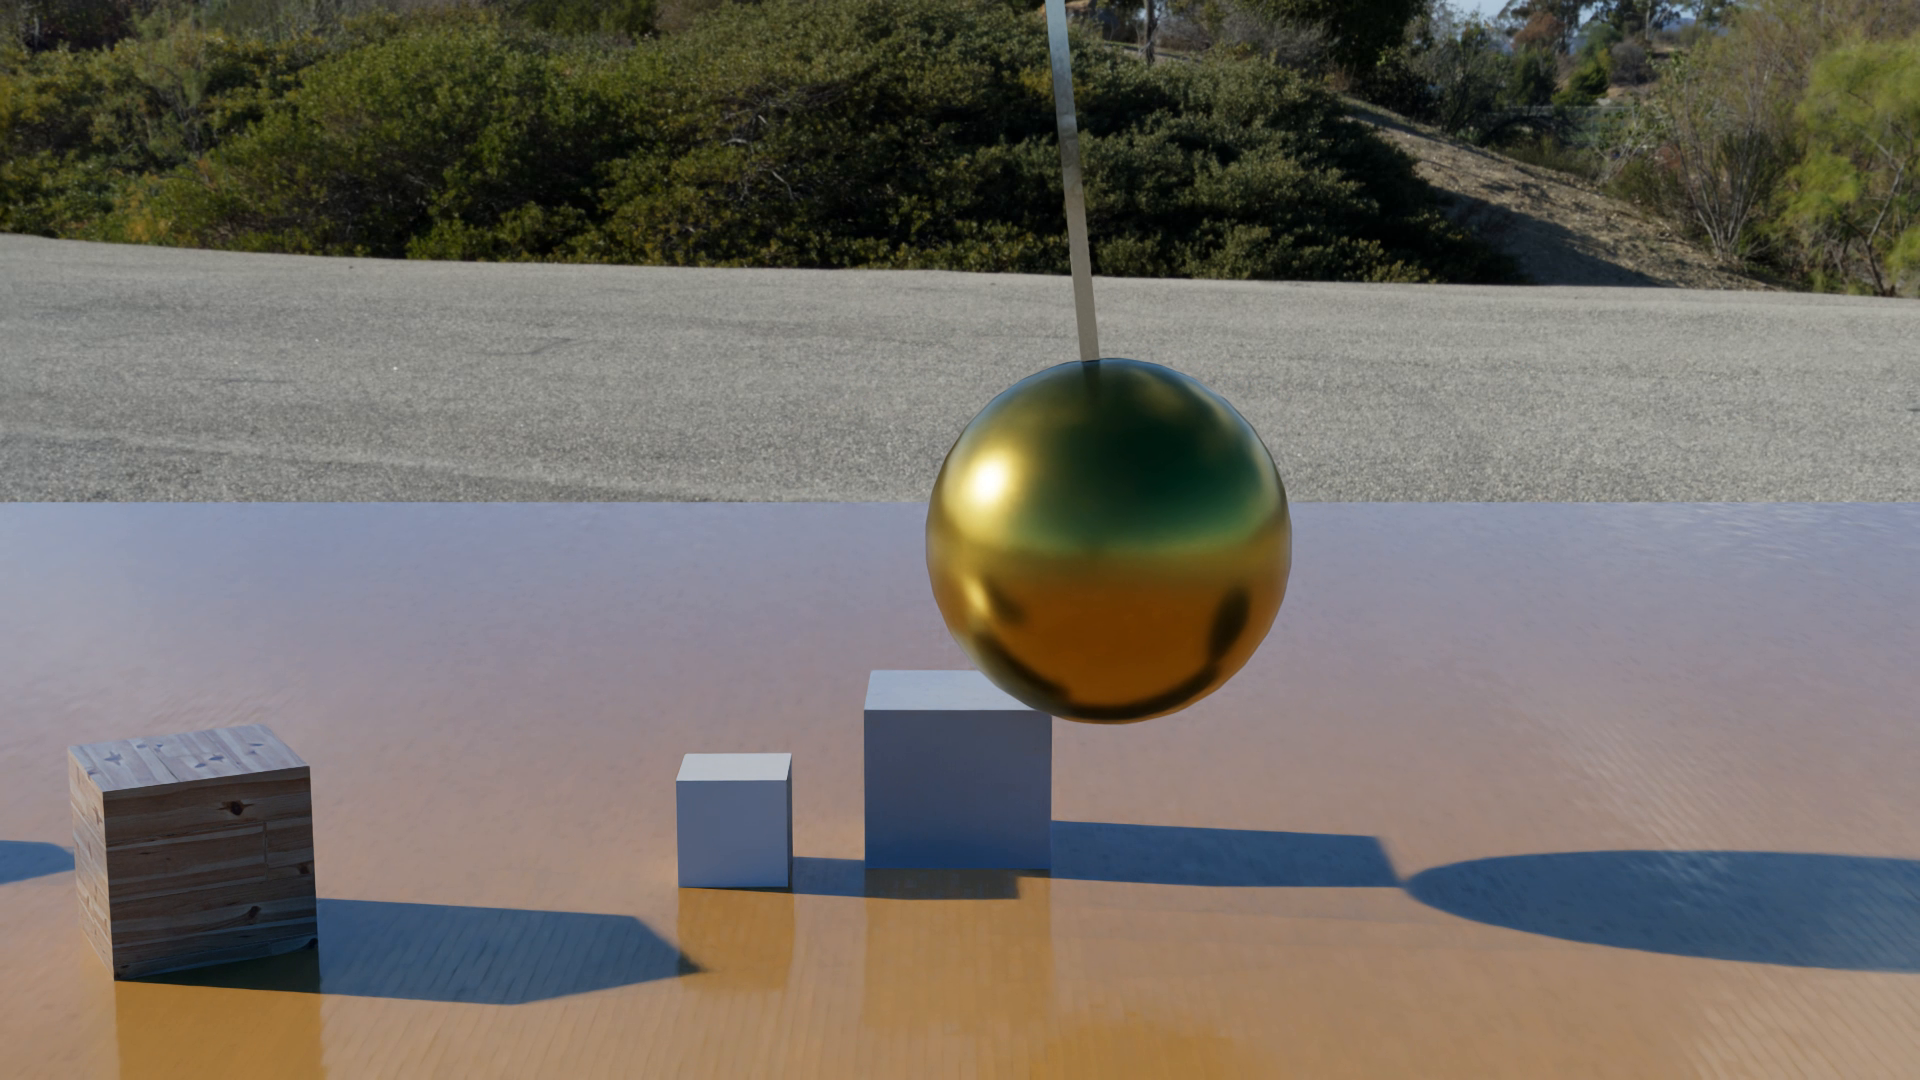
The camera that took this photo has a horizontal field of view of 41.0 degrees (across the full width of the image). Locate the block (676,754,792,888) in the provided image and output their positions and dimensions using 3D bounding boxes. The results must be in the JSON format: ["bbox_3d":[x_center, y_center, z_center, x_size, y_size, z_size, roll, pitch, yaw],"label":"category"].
[{"bbox_3d":[-0.996,1.240,11.395,0.479,0.482,0.447,0,10,-1],"label":"block"}]

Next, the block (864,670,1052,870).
[{"bbox_3d":[-0.006,1.043,11.786,0.832,0.731,0.762,0,10,1],"label":"block"}]

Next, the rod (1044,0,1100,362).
[{"bbox_3d":[0.280,-3.320,10.577,0.080,5.200,0.080,-6,10,1],"label":"rod"}]

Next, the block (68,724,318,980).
[{"bbox_3d":[-3.148,1.256,10.513,0.804,0.767,0.775,-6,12,-28],"label":"block"}]

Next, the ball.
[{"bbox_3d":[0.646,0.006,11.181,1.600,1.600,1.600,0,10,0],"label":"ball"}]
